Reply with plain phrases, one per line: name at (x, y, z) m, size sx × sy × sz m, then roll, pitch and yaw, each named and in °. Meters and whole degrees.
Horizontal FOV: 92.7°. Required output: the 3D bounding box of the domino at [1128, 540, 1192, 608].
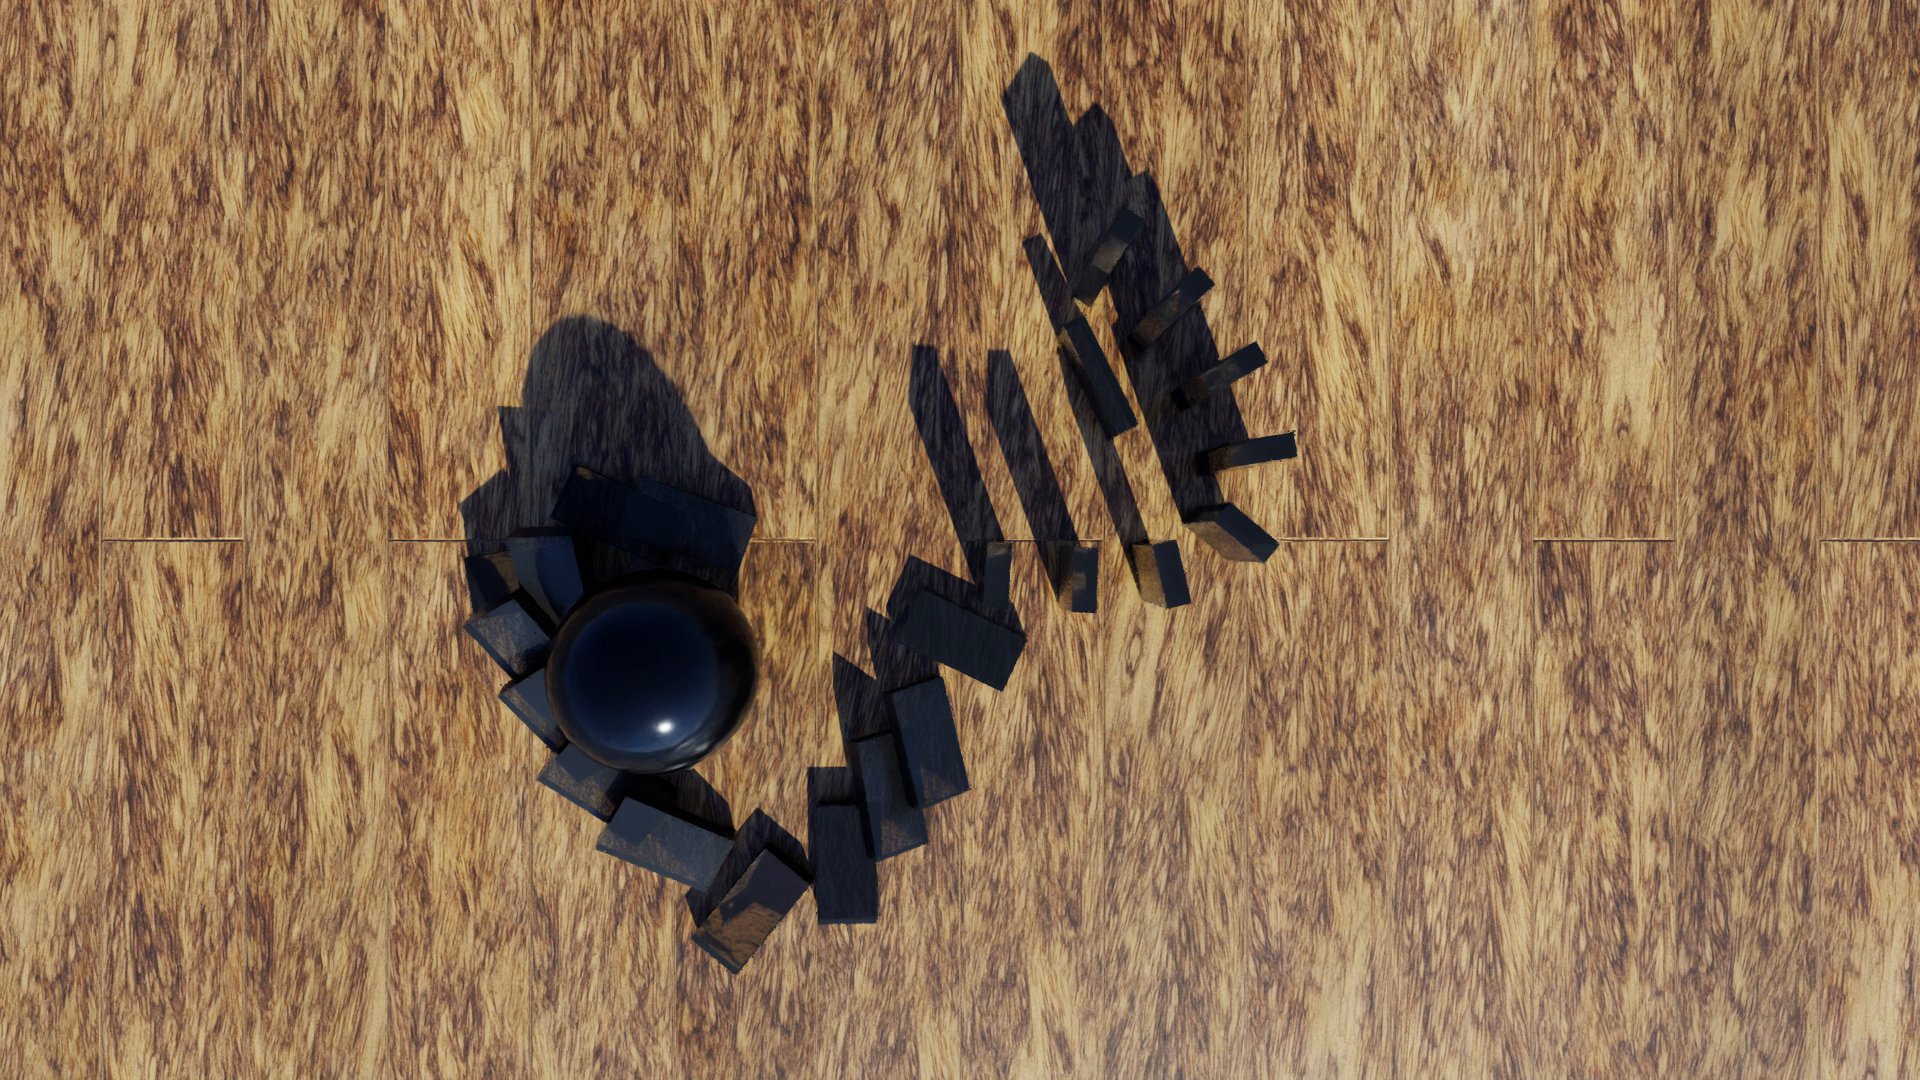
domino at (0.081, 0.013, 0.375) m, size 0.009 × 0.050 × 0.025 m, roll -14°, pitch 90°, yaw 0°

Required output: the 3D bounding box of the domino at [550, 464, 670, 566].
domino at (-0.147, -0.011, 0.395) m, size 0.050 × 0.010 × 0.025 m, roll 24°, pitch 90°, yaw 0°

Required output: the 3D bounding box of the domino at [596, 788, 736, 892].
domino at (-0.124, 0.127, 0.388) m, size 0.050 × 0.009 × 0.025 m, roll 30°, pitch 90°, yaw -18°

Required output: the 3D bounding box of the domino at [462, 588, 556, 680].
domino at (-0.179, 0.047, 0.384) m, size 0.025 × 0.009 × 0.050 m, roll -28°, pitch 115°, yaw 7°

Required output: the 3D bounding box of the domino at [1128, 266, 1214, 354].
domino at (0.085, -0.093, 0.375) m, size 0.025 × 0.050 × 0.009 m, roll -42°, pitch 90°, yaw 0°

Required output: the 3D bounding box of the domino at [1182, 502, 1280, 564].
domino at (0.110, -0.003, 0.375) m, size 0.025 × 0.050 × 0.009 m, roll 40°, pitch 90°, yaw 0°

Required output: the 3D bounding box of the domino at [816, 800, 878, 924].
domino at (-0.049, 0.139, 0.395) m, size 0.025 × 0.009 × 0.050 m, roll -1°, pitch 90°, yaw 0°

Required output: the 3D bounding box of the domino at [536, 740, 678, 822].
domino at (-0.148, 0.103, 0.387) m, size 0.050 × 0.009 × 0.025 m, roll 42°, pitch 90°, yaw -20°

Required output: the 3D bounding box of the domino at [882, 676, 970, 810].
domino at (-0.014, 0.086, 0.390) m, size 0.025 × 0.010 × 0.050 m, roll -14°, pitch 90°, yaw -30°

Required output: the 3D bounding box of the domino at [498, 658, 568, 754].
domino at (-0.165, 0.074, 0.386) m, size 0.025 × 0.010 × 0.050 m, roll -33°, pitch 114°, yaw 0°

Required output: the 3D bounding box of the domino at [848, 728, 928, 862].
domino at (-0.031, 0.107, 0.389) m, size 0.025 × 0.009 × 0.050 m, roll -10°, pitch 90°, yaw -33°

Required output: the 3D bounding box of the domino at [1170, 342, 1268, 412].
domino at (0.105, -0.066, 0.375) m, size 0.025 × 0.050 × 0.009 m, roll -29°, pitch 90°, yaw 0°

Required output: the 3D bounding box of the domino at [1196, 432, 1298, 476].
domino at (0.116, -0.035, 0.375) m, size 0.025 × 0.050 × 0.010 m, roll -9°, pitch 90°, yaw 0°

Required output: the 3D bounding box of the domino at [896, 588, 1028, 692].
domino at (0.001, 0.043, 0.395) m, size 0.050 × 0.010 × 0.025 m, roll 25°, pitch 90°, yaw 0°

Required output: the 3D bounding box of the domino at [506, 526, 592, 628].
domino at (-0.169, 0.019, 0.382) m, size 0.025 × 0.010 × 0.050 m, roll -3°, pitch 116°, yaw -4°

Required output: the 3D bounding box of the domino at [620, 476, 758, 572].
domino at (-0.114, -0.007, 0.388) m, size 0.050 × 0.010 × 0.025 m, roll 20°, pitch 90°, yaw -18°

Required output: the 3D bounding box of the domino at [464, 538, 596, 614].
domino at (-0.185, 0.016, 0.395) m, size 0.050 × 0.010 × 0.025 m, roll -10°, pitch 90°, yaw 0°

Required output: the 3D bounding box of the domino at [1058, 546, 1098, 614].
domino at (0.048, 0.015, 0.375) m, size 0.009 × 0.050 × 0.025 m, roll 2°, pitch 90°, yaw 0°

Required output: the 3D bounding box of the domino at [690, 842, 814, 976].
domino at (-0.089, 0.159, 0.395) m, size 0.025 × 0.010 × 0.050 m, roll 39°, pitch 90°, yaw 0°

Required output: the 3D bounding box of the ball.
ball at (-0.119, 0.051, 0.360) m, size 0.080 × 0.080 × 0.080 m, roll 0°, pitch 90°, yaw 0°

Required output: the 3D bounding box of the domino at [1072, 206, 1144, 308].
domino at (0.060, -0.114, 0.375) m, size 0.009 × 0.050 × 0.025 m, roll 32°, pitch 90°, yaw 0°

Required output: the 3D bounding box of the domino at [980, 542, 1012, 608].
domino at (0.014, 0.013, 0.375) m, size 0.009 × 0.050 × 0.025 m, roll 4°, pitch 90°, yaw 0°

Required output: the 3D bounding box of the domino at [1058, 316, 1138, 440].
domino at (0.058, -0.068, 0.388) m, size 0.009 × 0.025 × 0.050 m, roll -27°, pitch 90°, yaw 0°
